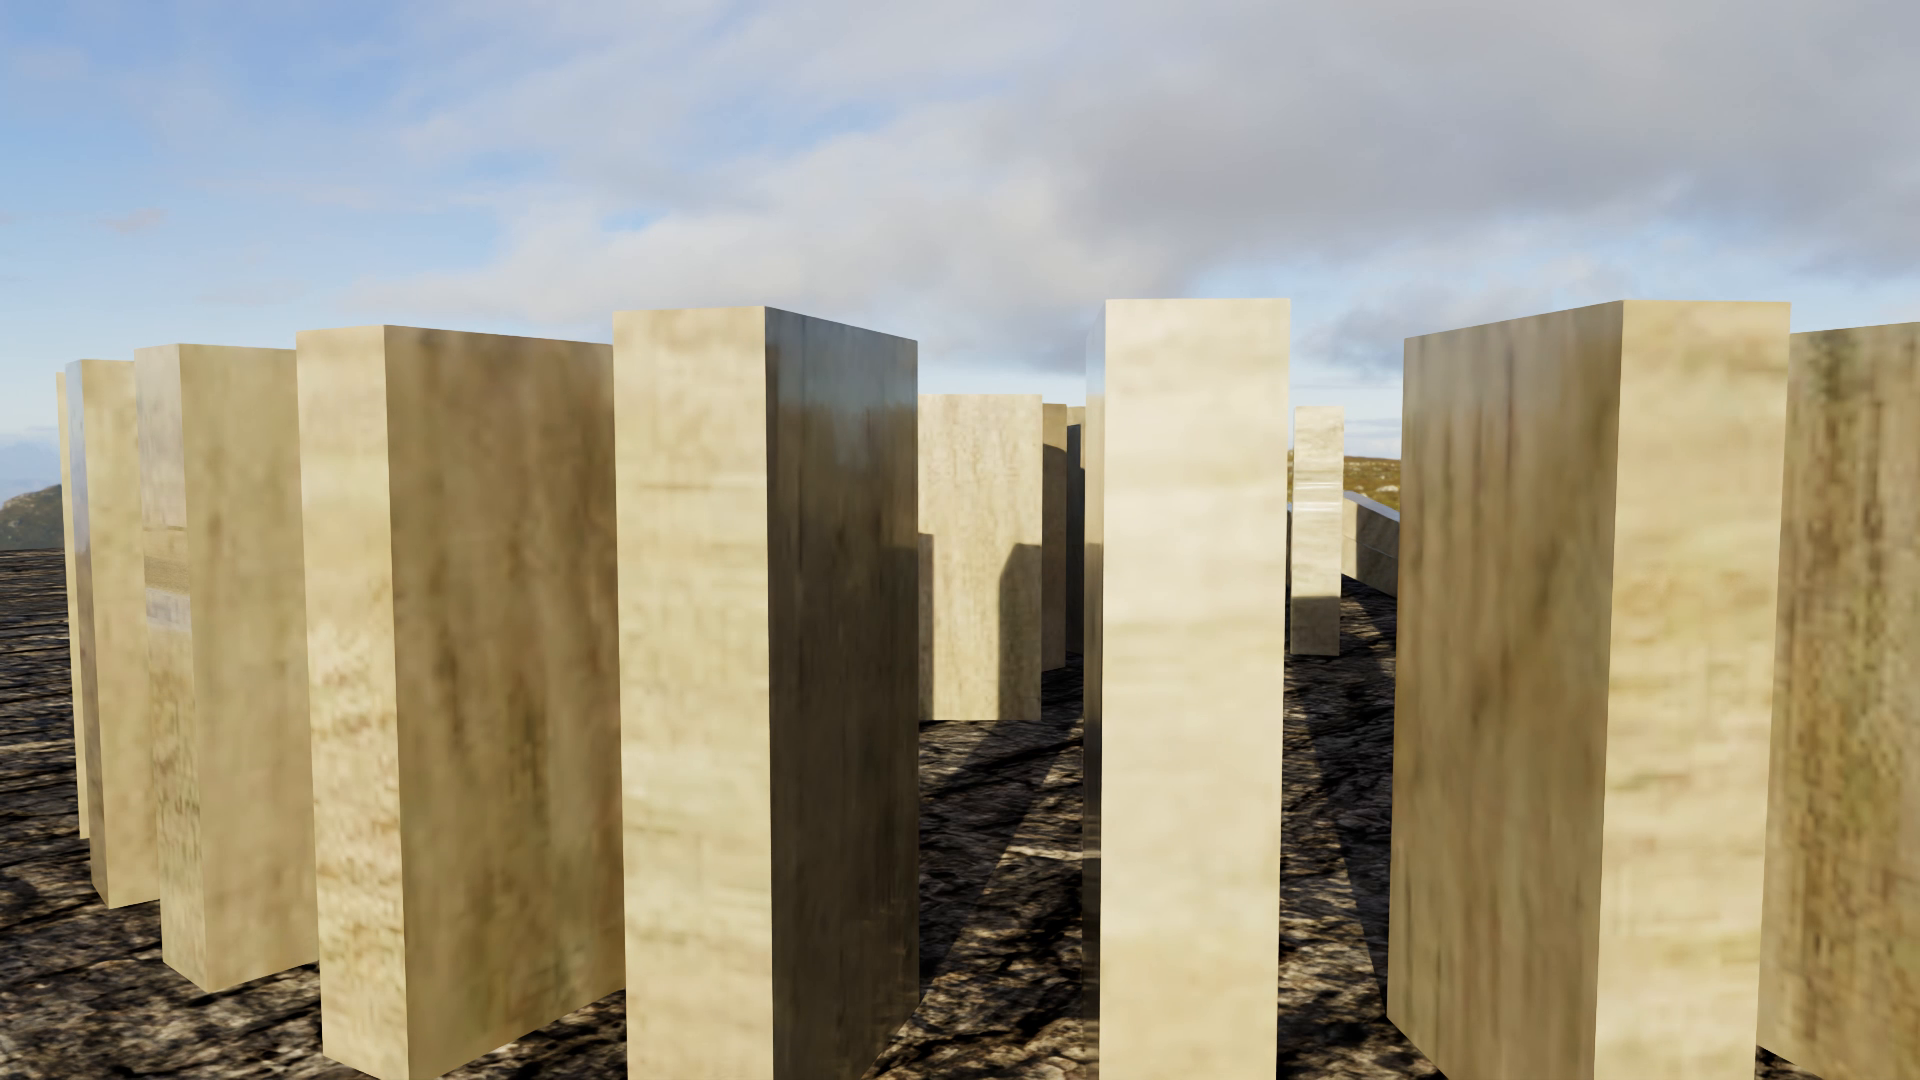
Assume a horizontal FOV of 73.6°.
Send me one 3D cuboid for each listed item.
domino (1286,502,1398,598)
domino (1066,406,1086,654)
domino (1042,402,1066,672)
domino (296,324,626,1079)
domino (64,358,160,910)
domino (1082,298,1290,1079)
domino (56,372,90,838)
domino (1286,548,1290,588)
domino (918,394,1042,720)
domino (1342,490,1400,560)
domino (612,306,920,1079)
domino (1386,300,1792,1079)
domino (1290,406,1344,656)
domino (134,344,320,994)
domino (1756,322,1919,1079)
[{"bbox_3d":[0.105,0.000,0.369,0.050,0.010,0.025,27,13,18],"label":"domino"},{"bbox_3d":[0.027,-0.002,0.264,0.010,0.050,0.025,-3,5,-31],"label":"domino"},{"bbox_3d":[0.008,-0.001,0.248,0.025,0.050,0.009,4,6,42],"label":"domino"},{"bbox_3d":[-0.034,0.010,0.096,0.009,0.050,0.025,3,5,31],"label":"domino"},{"bbox_3d":[-0.072,0.008,0.127,0.025,0.050,0.010,-4,6,-42],"label":"domino"},{"bbox_3d":[0.013,0.011,0.081,0.010,0.050,0.025,0,4,3],"label":"domino"},{"bbox_3d":[-0.087,0.007,0.147,0.025,0.050,0.010,-3,5,-32],"label":"domino"},{"bbox_3d":[0.081,0.000,0.374,0.050,0.010,0.025,26,11,13],"label":"domino"},{"bbox_3d":[0.000,0.002,0.201,0.025,0.050,0.010,0,4,0],"label":"domino"},{"bbox_3d":[0.129,0.001,0.361,0.050,0.010,0.025,28,16,24],"label":"domino"},{"bbox_3d":[-0.011,0.011,0.085,0.009,0.050,0.025,1,4,18],"label":"domino"},{"bbox_3d":[0.038,0.011,0.082,0.009,0.050,0.025,0,4,-7],"label":"domino"},{"bbox_3d":[0.075,-0.003,0.269,0.009,0.050,0.025,1,4,14],"label":"domino"},{"bbox_3d":[-0.054,0.009,0.110,0.010,0.050,0.025,4,6,40],"label":"domino"},{"bbox_3d":[0.062,0.011,0.086,0.010,0.050,0.025,-1,4,-16],"label":"domino"}]
